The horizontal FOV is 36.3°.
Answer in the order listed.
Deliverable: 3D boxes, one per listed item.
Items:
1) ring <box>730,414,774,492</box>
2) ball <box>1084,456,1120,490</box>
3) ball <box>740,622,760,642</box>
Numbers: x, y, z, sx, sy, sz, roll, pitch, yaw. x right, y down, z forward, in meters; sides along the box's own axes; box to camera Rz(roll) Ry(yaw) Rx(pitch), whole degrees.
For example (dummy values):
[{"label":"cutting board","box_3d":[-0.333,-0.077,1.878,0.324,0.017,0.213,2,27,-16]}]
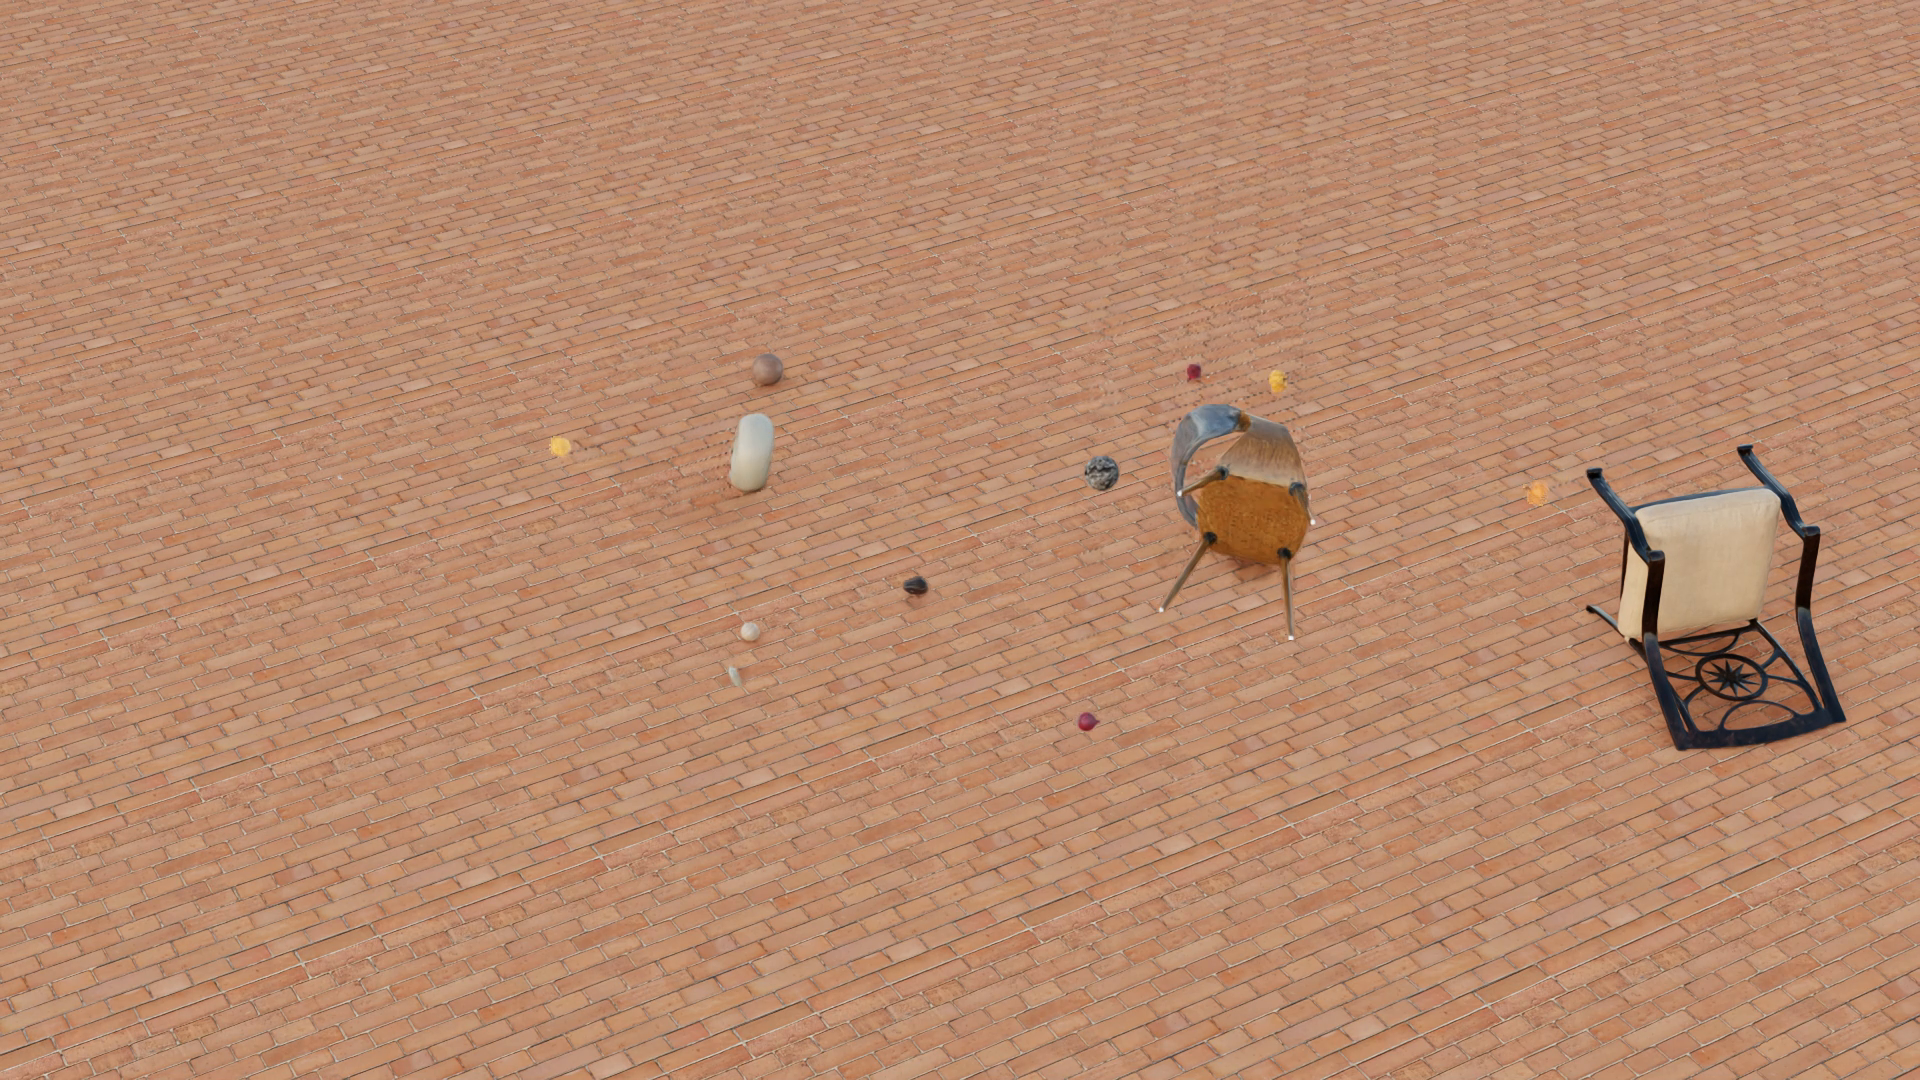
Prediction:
[{"label":"ring","box_3d":[-0.793,-0.331,11.159,0.133,0.330,0.262,8,44,-8]},{"label":"ball","box_3d":[0.523,-0.249,10.826,0.129,0.129,0.129,0,33,0]},{"label":"ball","box_3d":[-0.744,0.325,10.391,0.066,0.066,0.066,0,33,0]}]
